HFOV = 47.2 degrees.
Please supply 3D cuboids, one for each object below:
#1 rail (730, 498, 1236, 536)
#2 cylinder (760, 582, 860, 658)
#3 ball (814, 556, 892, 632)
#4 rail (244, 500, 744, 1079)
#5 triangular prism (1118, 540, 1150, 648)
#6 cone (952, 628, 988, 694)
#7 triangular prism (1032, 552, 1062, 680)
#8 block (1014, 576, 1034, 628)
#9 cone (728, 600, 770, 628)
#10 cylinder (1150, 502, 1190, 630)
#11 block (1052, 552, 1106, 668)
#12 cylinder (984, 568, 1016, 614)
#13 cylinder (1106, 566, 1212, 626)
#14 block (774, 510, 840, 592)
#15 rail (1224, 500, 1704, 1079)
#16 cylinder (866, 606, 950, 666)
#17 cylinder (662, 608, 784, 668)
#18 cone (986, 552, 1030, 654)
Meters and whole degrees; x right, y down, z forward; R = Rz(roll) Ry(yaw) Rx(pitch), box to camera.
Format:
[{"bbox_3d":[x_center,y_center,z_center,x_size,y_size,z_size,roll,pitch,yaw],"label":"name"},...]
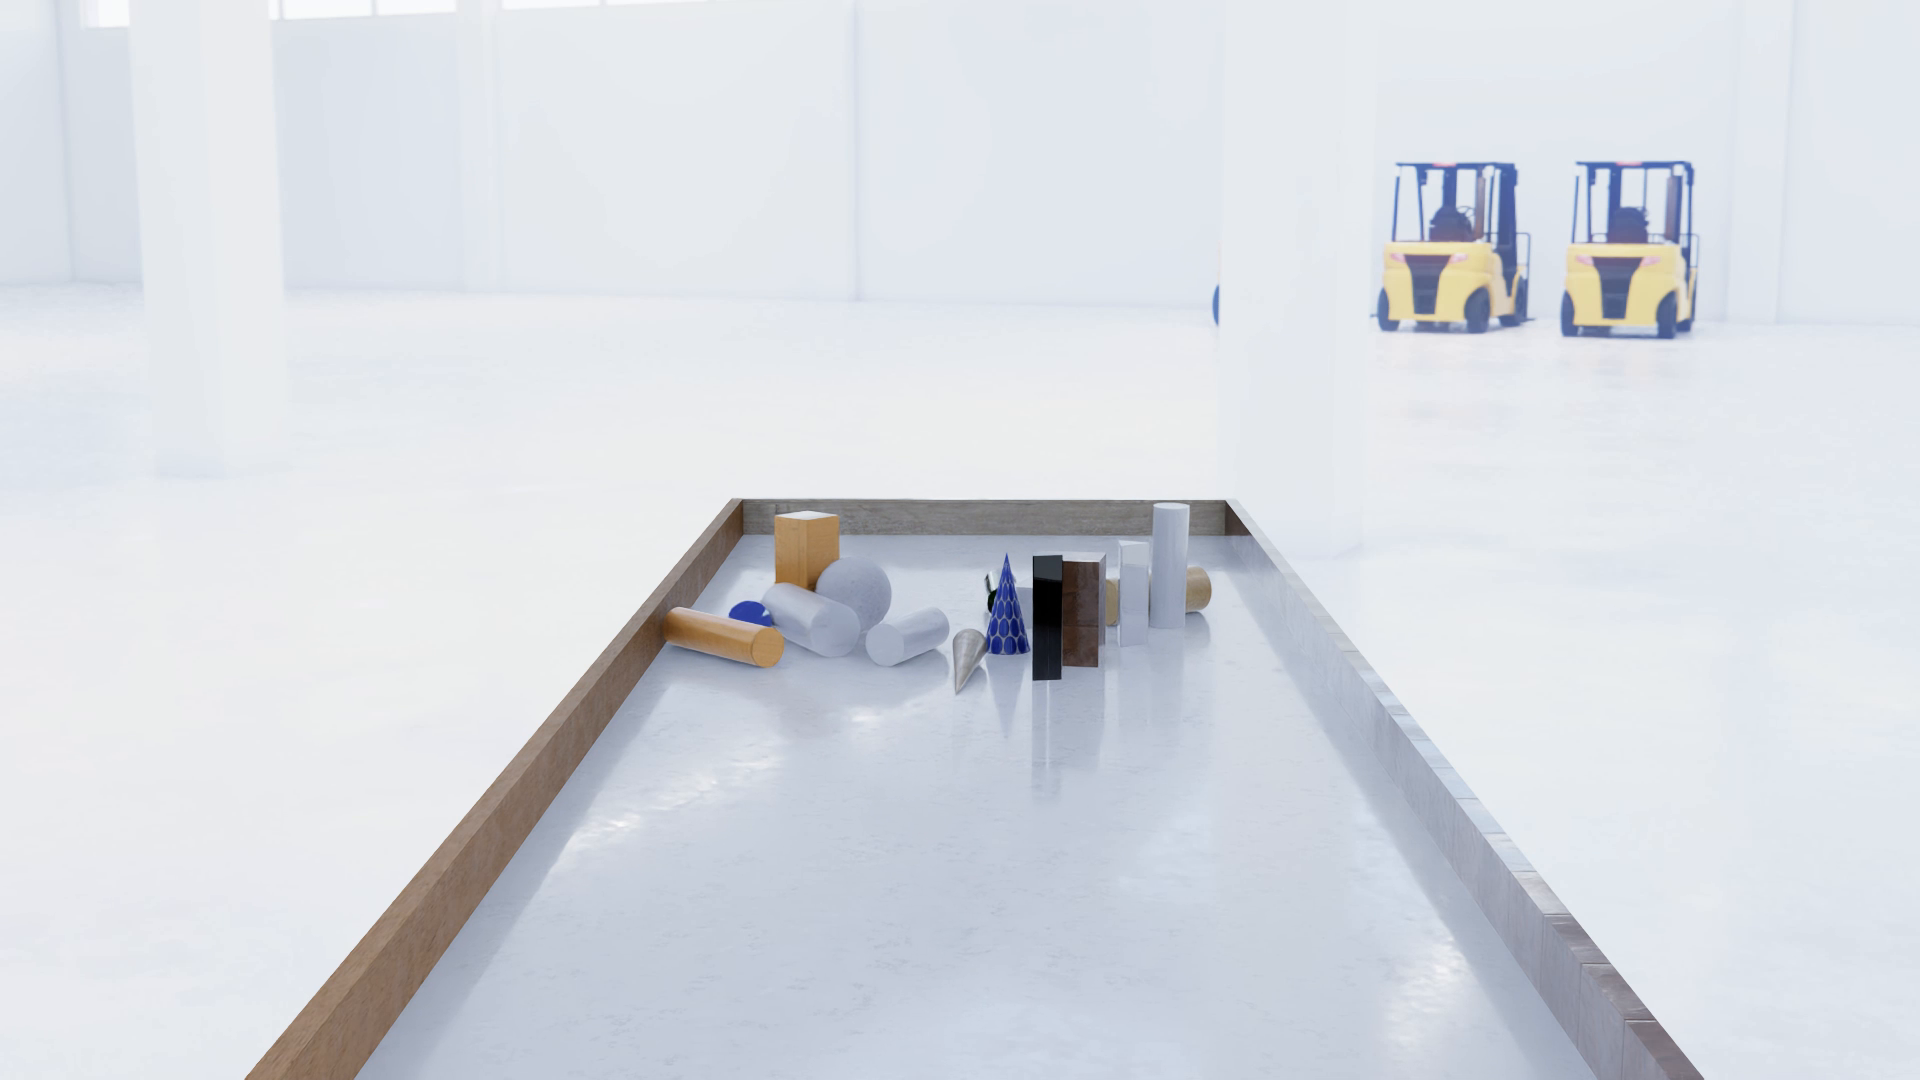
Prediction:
[{"bbox_3d":[0.099,-0.098,9.147,2.100,0.150,0.050,0,9,1],"label":"rail"},{"bbox_3d":[-0.474,0.248,6.903,0.169,0.169,0.410,-5,10,-26],"label":"cylinder"},{"bbox_3d":[-0.345,0.177,7.100,0.248,0.248,0.248,0,9,0],"label":"ball"},{"bbox_3d":[-1.004,0.839,3.234,0.050,0.150,12.000,0,9,1],"label":"rail"},{"bbox_3d":[0.525,0.166,6.931,0.105,0.322,0.091,-5,10,-30],"label":"triangular prism"},{"bbox_3d":[0.009,0.380,6.440,0.108,0.108,0.450,1,16,5],"label":"cone"},{"bbox_3d":[0.248,0.221,6.434,0.088,0.370,0.076,-2,9,-10],"label":"triangular prism"},{"bbox_3d":[0.305,0.191,7.369,0.136,0.136,0.433,3,10,21],"label":"block"},{"bbox_3d":[-0.706,0.263,7.129,0.139,0.139,0.400,-2,-1,-12],"label":"cone"},{"bbox_3d":[0.685,0.084,7.194,0.117,0.398,0.117,1,11,0],"label":"cylinder"},{"bbox_3d":[0.345,0.208,6.672,0.174,0.321,0.174,2,9,10],"label":"block"},{"bbox_3d":[0.144,0.183,7.478,0.117,0.117,0.348,0,9,-1],"label":"cylinder"},{"bbox_3d":[0.637,0.184,7.354,0.421,0.156,0.156,-7,12,-38],"label":"cylinder"},{"bbox_3d":[-0.501,0.100,7.213,0.149,0.365,0.149,8,12,41],"label":"block"},{"bbox_3d":[1.046,0.843,3.208,0.050,0.150,12.000,0,9,1],"label":"rail"},{"bbox_3d":[-0.158,0.293,6.735,0.132,0.132,0.308,4,10,26],"label":"cylinder"},{"bbox_3d":[-0.730,0.296,6.751,0.121,0.121,0.456,-8,12,-43],"label":"cylinder"},{"bbox_3d":[0.144,0.189,6.825,0.152,0.310,0.152,0,9,0],"label":"cone"}]
